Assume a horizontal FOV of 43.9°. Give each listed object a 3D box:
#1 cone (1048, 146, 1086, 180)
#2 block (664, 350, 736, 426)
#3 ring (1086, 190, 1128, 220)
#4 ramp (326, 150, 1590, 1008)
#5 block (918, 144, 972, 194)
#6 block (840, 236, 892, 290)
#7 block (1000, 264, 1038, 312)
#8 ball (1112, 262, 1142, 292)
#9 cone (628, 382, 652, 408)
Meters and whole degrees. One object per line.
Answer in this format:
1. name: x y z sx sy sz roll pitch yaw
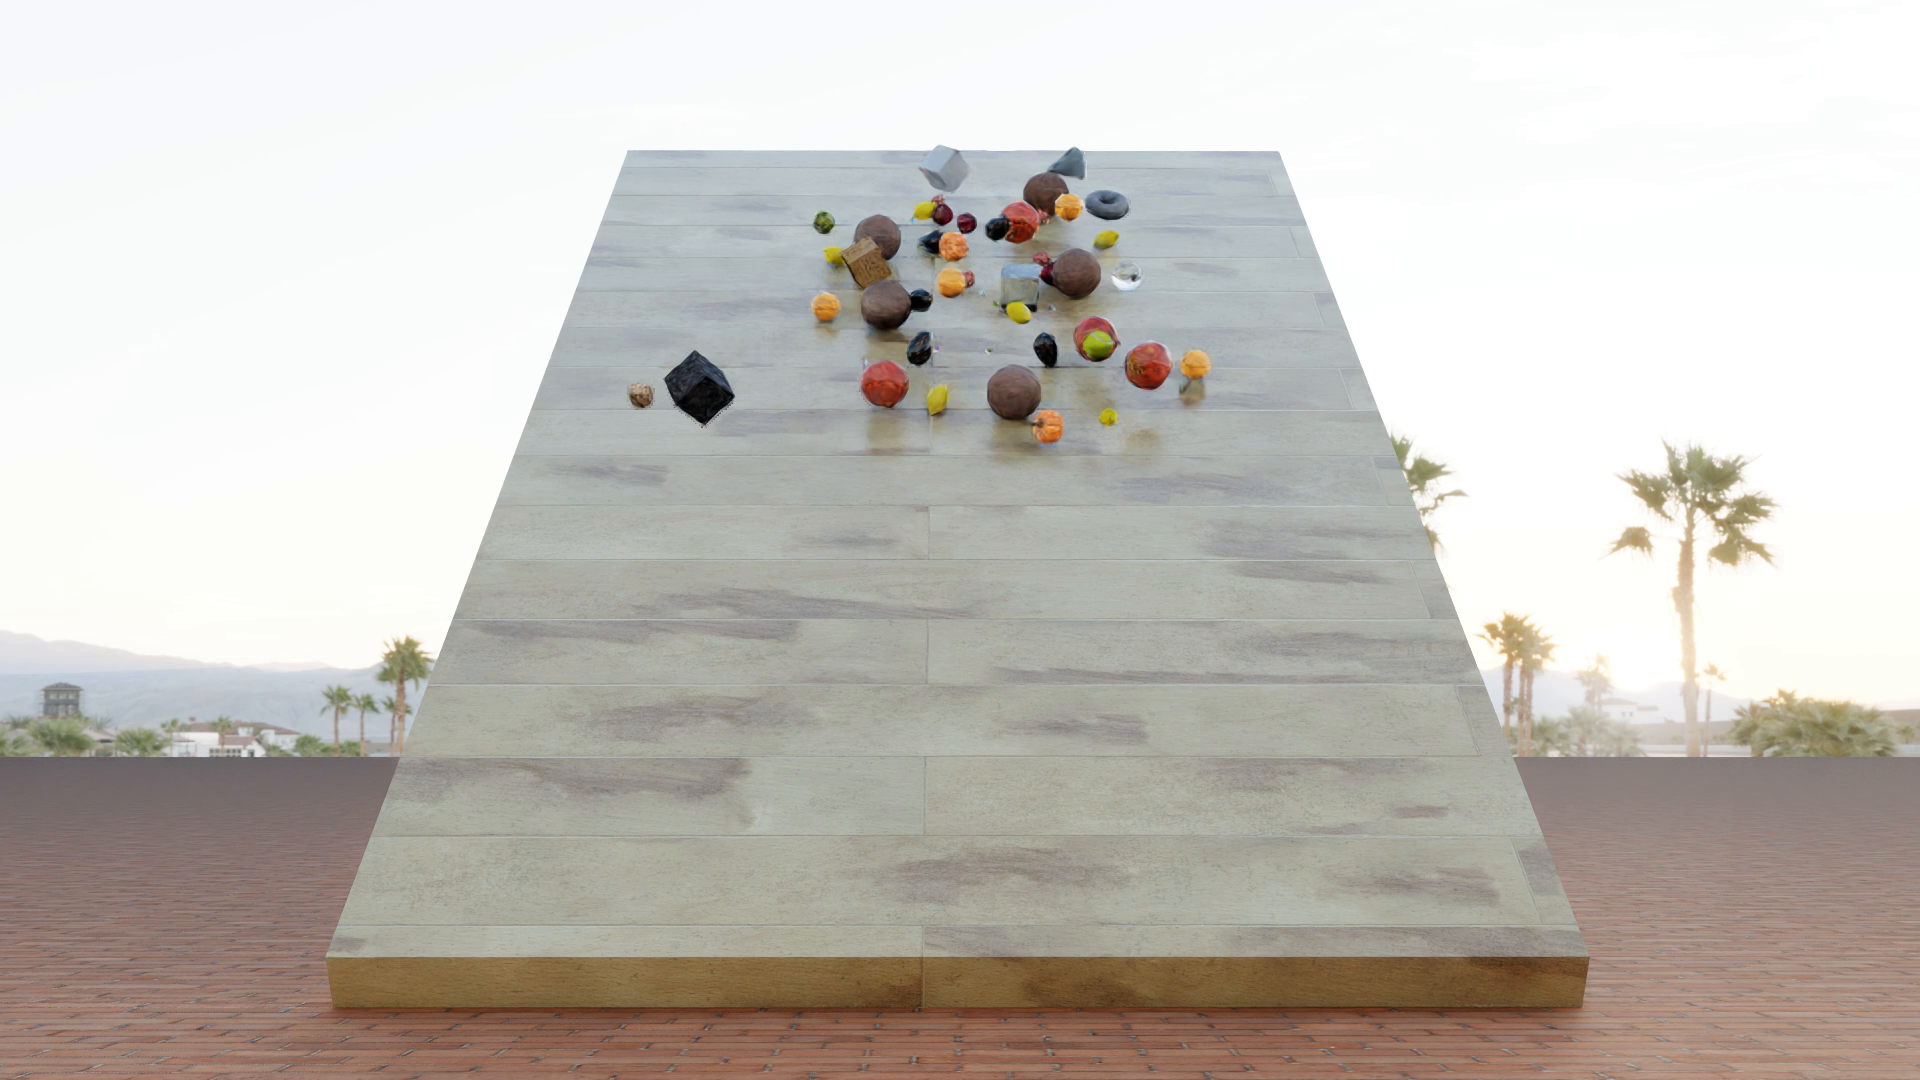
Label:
1. cone: 0.288 -1.054 6.722 0.100 0.100 0.100 -16 -1 -14
2. block: -0.574 -0.335 5.237 0.097 0.097 0.097 -41 -45 12
3. ring: 0.400 -0.911 6.473 0.122 0.041 0.122 5 38 -4
4. ramp: -0.011 -0.224 5.560 2.000 0.100 4.000 0 28 0
5. block: -0.042 -1.054 6.759 0.090 0.090 0.090 26 -18 46
6. block: -0.248 -0.732 6.291 0.090 0.090 0.090 -31 33 -3
7. block: 0.155 -0.651 6.166 0.095 0.095 0.095 1 28 2
8. ball: 0.408 -0.643 5.815 0.075 0.075 0.075 0 -5 0
9. cone: -0.753 -0.337 5.524 0.062 0.062 0.062 -1 3 15
